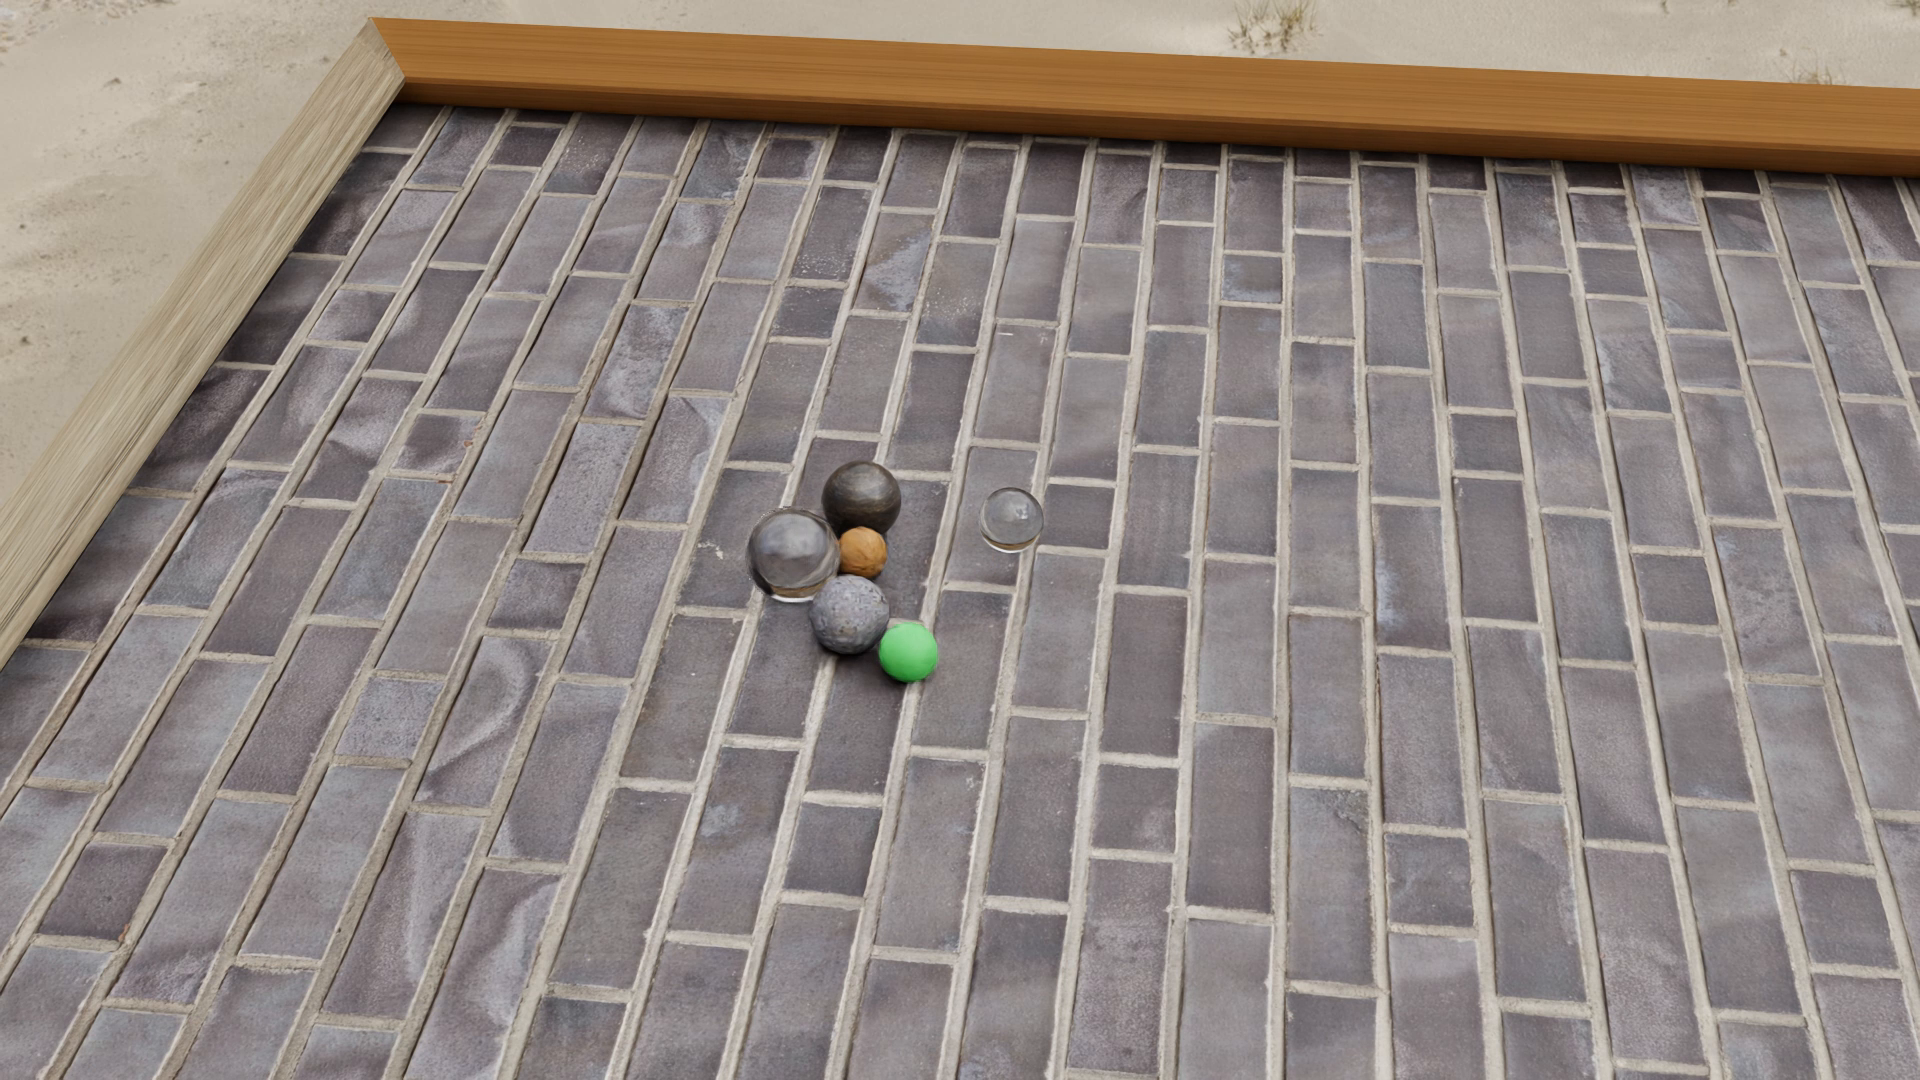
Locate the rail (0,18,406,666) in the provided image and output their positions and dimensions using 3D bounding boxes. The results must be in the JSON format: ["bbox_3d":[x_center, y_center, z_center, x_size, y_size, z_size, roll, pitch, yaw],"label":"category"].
[{"bbox_3d":[-0.670,-0.060,2.026,0.045,0.093,1.549,4,35,5],"label":"rail"}]

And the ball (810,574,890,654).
[{"bbox_3d":[-0.082,0.055,1.892,0.059,0.059,0.059,0,35,0],"label":"ball"}]

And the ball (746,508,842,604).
[{"bbox_3d":[-0.126,0.012,1.943,0.072,0.072,0.072,0,35,0],"label":"ball"}]

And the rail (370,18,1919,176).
[{"bbox_3d":[0.778,-0.397,2.513,2.792,0.093,0.045,4,35,5],"label":"rail"}]

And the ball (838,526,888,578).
[{"bbox_3d":[-0.076,0.010,1.972,0.041,0.041,0.041,0,35,0],"label":"ball"}]

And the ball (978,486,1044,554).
[{"bbox_3d":[0.040,-0.016,2.000,0.052,0.052,0.052,0,35,0],"label":"ball"}]

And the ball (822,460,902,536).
[{"bbox_3d":[-0.077,-0.031,2.013,0.063,0.063,0.063,0,35,0],"label":"ball"}]

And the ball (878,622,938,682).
[{"bbox_3d":[-0.038,0.082,1.867,0.043,0.043,0.043,0,35,0],"label":"ball"}]
